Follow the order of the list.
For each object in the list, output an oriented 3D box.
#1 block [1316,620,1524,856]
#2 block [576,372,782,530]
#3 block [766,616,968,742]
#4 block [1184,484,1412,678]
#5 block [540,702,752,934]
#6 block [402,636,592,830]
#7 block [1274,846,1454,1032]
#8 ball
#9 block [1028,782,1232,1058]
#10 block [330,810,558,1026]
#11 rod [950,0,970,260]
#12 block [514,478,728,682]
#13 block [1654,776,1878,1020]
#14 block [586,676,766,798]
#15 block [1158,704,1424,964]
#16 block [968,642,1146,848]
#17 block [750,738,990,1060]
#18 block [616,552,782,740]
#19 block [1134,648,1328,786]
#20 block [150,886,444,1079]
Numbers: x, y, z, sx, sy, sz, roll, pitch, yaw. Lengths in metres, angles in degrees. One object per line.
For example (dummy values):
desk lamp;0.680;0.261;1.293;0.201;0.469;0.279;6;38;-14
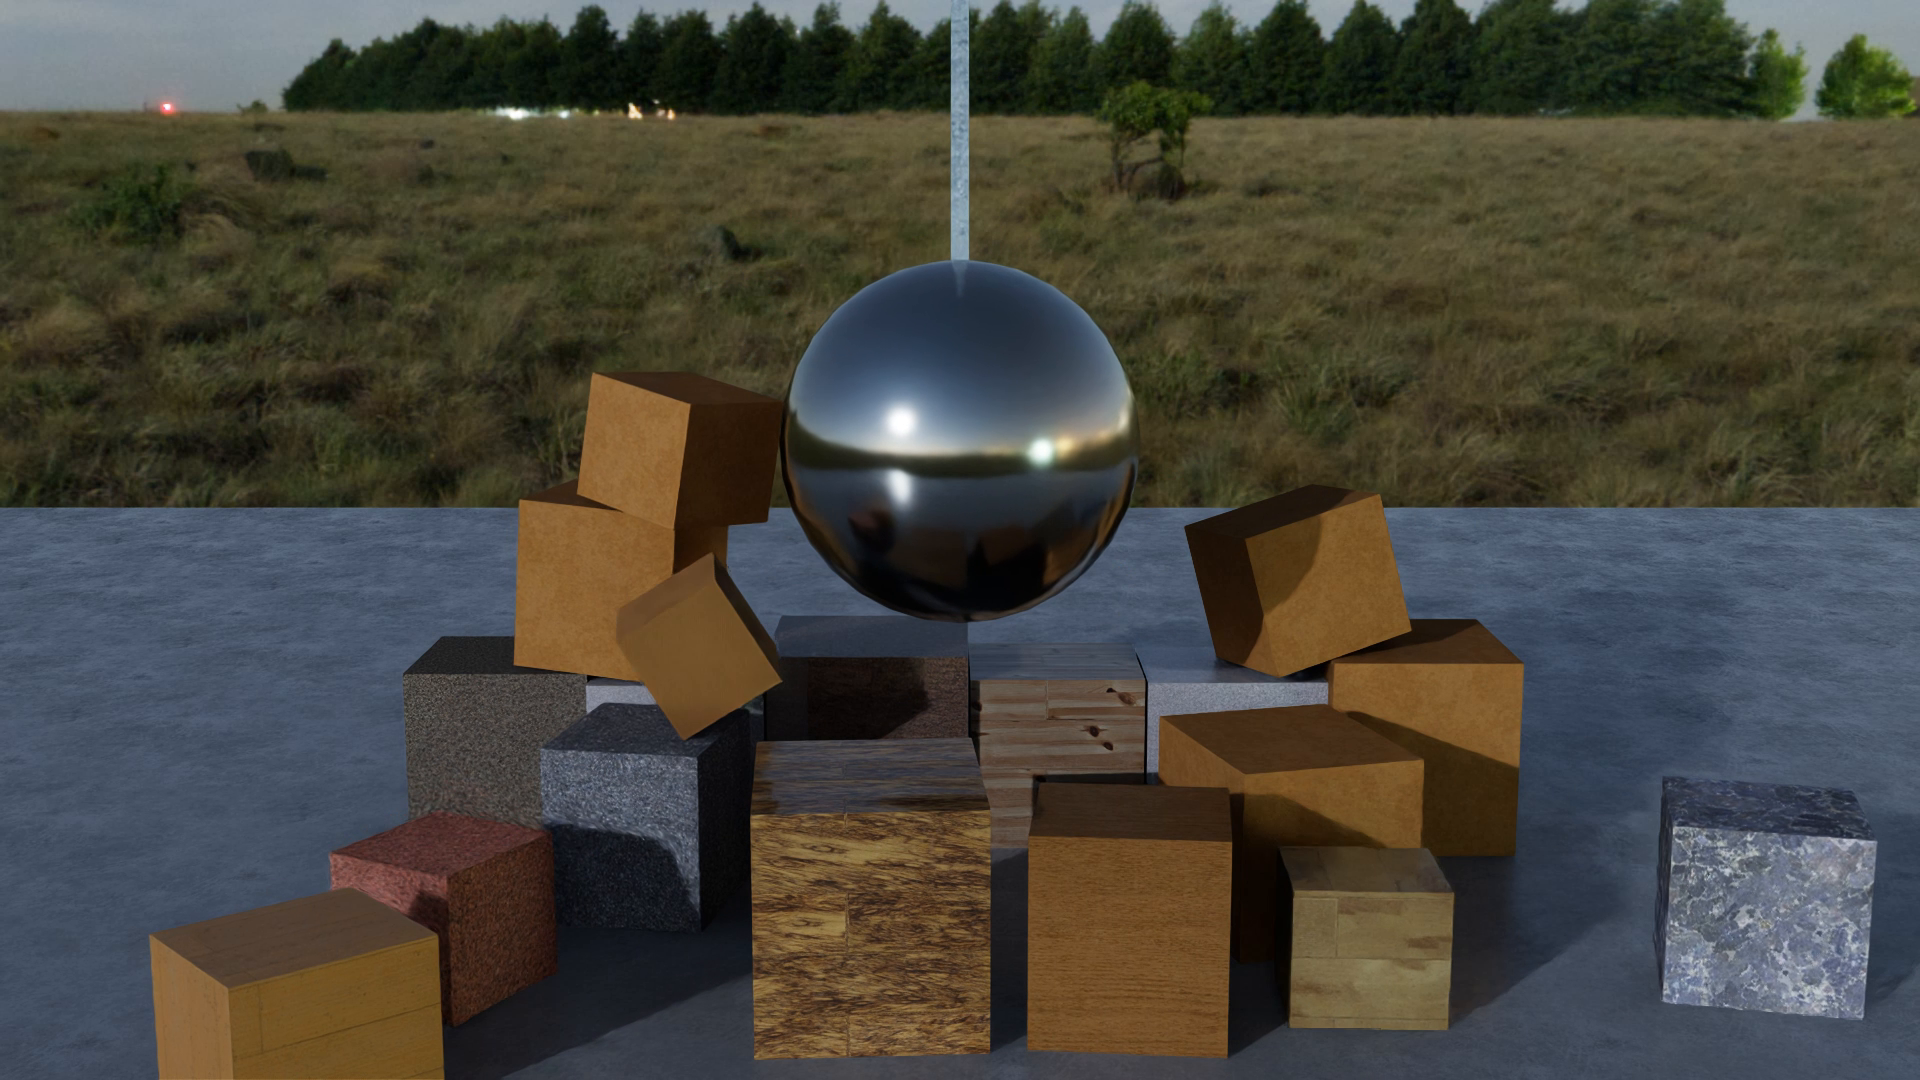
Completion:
block;2.295;0.996;11.343;0.928;0.981;1.016;0;10;0
block;-1.365;-0.450;10.751;0.692;0.608;0.636;19;16;36
block;-0.457;0.983;11.357;0.994;1.003;0.958;0;10;0
block;1.703;0.191;11.149;0.755;0.715;0.732;-18;10;-16
block;-1.443;1.276;10.249;0.731;0.822;0.842;2;10;10
block;-2.303;1.031;11.379;0.913;0.900;0.846;0;10;0
block;1.641;1.623;9.011;0.629;0.575;0.568;1;10;2
ball;0.000;-0.432;9.719;1.600;1.600;1.600;0;10;0
block;0.685;1.508;8.829;0.777;0.874;0.716;1;10;6
block;-2.151;1.566;9.199;0.629;0.628;0.655;6;12;28
rod;0.000;-3.828;9.885;0.080;5.200;0.080;0;-3;0
block;-1.707;0.189;11.173;0.814;0.840;0.797;7;11;12
block;3.365;1.489;9.259;0.775;0.758;0.735;3;11;14
block;-1.401;1.051;11.364;0.870;0.866;1.006;0;10;0
block;1.478;1.307;10.013;0.845;0.846;1.005;-3;11;-16
block;0.482;1.048;11.378;0.868;0.867;0.815;0;10;-1
block;-0.373;1.428;8.956;0.914;0.985;1.036;-1;10;-4
block;-1.203;0.481;10.122;0.524;0.561;0.520;-31;16;1
block;1.378;1.058;11.371;0.895;0.851;0.788;0;10;0
block;-2.432;1.758;8.082;0.792;0.650;0.698;-9;14;-40
